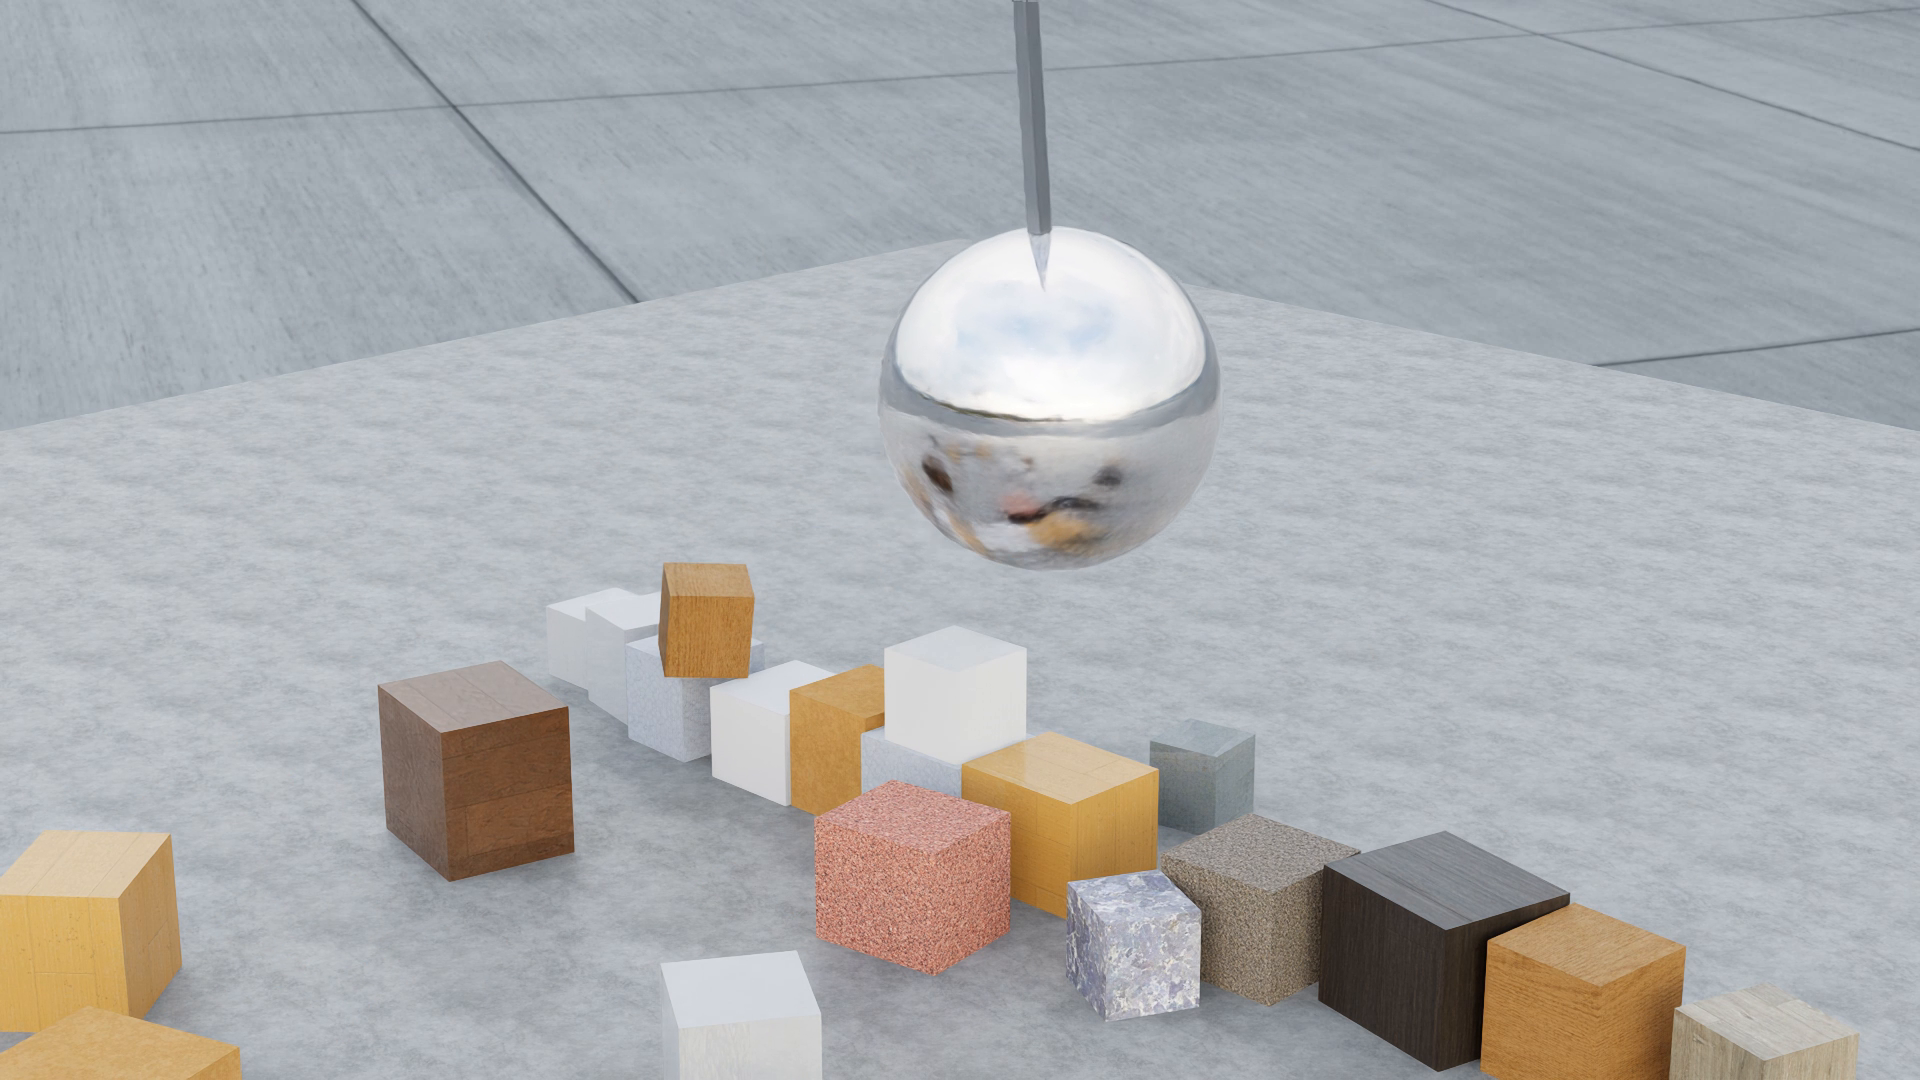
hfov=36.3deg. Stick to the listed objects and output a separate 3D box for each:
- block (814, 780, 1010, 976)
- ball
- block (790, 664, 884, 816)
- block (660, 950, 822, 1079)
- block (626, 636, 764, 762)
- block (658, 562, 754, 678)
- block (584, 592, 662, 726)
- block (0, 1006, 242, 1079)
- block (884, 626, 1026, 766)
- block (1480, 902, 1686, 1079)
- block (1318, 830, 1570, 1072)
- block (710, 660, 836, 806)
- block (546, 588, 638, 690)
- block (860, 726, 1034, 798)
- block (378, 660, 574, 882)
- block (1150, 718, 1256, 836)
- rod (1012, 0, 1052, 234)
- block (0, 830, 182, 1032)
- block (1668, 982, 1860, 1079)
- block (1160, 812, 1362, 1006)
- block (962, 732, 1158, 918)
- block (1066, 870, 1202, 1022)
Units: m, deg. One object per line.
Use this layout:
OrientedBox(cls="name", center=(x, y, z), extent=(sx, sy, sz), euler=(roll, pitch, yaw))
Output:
OrientedBox(cls="block", center=(-0.204, 1.459, 12.762), extent=(0.645, 0.563, 0.556), euler=(12, 21, 34))
OrientedBox(cls="ball", center=(0.417, -0.654, 13.573), extent=(1.600, 1.600, 1.600), euler=(0, 17, 0))
OrientedBox(cls="block", center=(-0.443, 1.006, 14.151), extent=(0.529, 0.596, 0.535), euler=(-17, 24, -42))
OrientedBox(cls="block", center=(-0.838, 1.959, 11.205), extent=(0.534, 0.542, 0.560), euler=(-4, 18, -12))
OrientedBox(cls="block", center=(-1.353, 0.772, 15.036), extent=(0.534, 0.512, 0.466), euler=(-16, 23, -40))
OrientedBox(cls="block", center=(-1.269, 0.400, 14.625), extent=(0.416, 0.447, 0.386), euler=(1, 24, -12))
OrientedBox(cls="block", center=(-1.637, 0.616, 15.508), extent=(0.521, 0.525, 0.457), euler=(-11, 21, -31))
OrientedBox(cls="block", center=(-3.072, 2.141, 10.567), extent=(0.726, 0.579, 0.637), euler=(9, 20, 26))
OrientedBox(cls="block", center=(-0.021, 0.712, 13.556), extent=(0.466, 0.448, 0.460), euler=(16, 24, 42))
OrientedBox(cls="block", center=(2.448, 1.844, 11.533), extent=(0.543, 0.565, 0.541), euler=(-15, 23, -39))
OrientedBox(cls="block", center=(1.973, 1.669, 12.006), extent=(0.658, 0.617, 0.752), euler=(-11, 20, -31))
OrientedBox(cls="block", center=(-0.838, 0.949, 14.537), extent=(0.569, 0.472, 0.549), euler=(-17, 24, -42))
OrientedBox(cls="block", center=(-1.905, 0.549, 15.946), extent=(0.474, 0.391, 0.492), euler=(-16, 23, -41))
OrientedBox(cls="block", center=(-0.042, 1.167, 13.745), extent=(0.636, 0.532, 0.555), euler=(17, 24, 42))
OrientedBox(cls="block", center=(-2.267, 1.069, 13.731), extent=(0.630, 0.728, 0.745), euler=(-11, 20, -31))
OrientedBox(cls="block", center=(1.157, 1.139, 14.025), extent=(0.367, 0.418, 0.364), euler=(12, 21, 33))
OrientedBox(cls="rod", center=(0.181, -3.811, 12.333), extent=(0.080, 5.200, 0.080), euler=(17, 30, 42))
OrientedBox(cls="block", center=(-3.624, 1.621, 12.170), extent=(0.545, 0.609, 0.658), euler=(1, 17, 4))
OrientedBox(cls="block", center=(3.025, 2.032, 11.070), extent=(0.470, 0.484, 0.482), euler=(-9, 20, -27))
OrientedBox(cls="block", center=(1.277, 1.566, 12.503), extent=(0.598, 0.515, 0.607), euler=(16, 23, 41))
OrientedBox(cls="block", center=(0.452, 1.288, 13.323), extent=(0.583, 0.554, 0.673), euler=(-17, 24, -42))
OrientedBox(cls="block", center=(0.722, 1.689, 12.248), extent=(0.417, 0.434, 0.450), euler=(-6, 18, -18))
